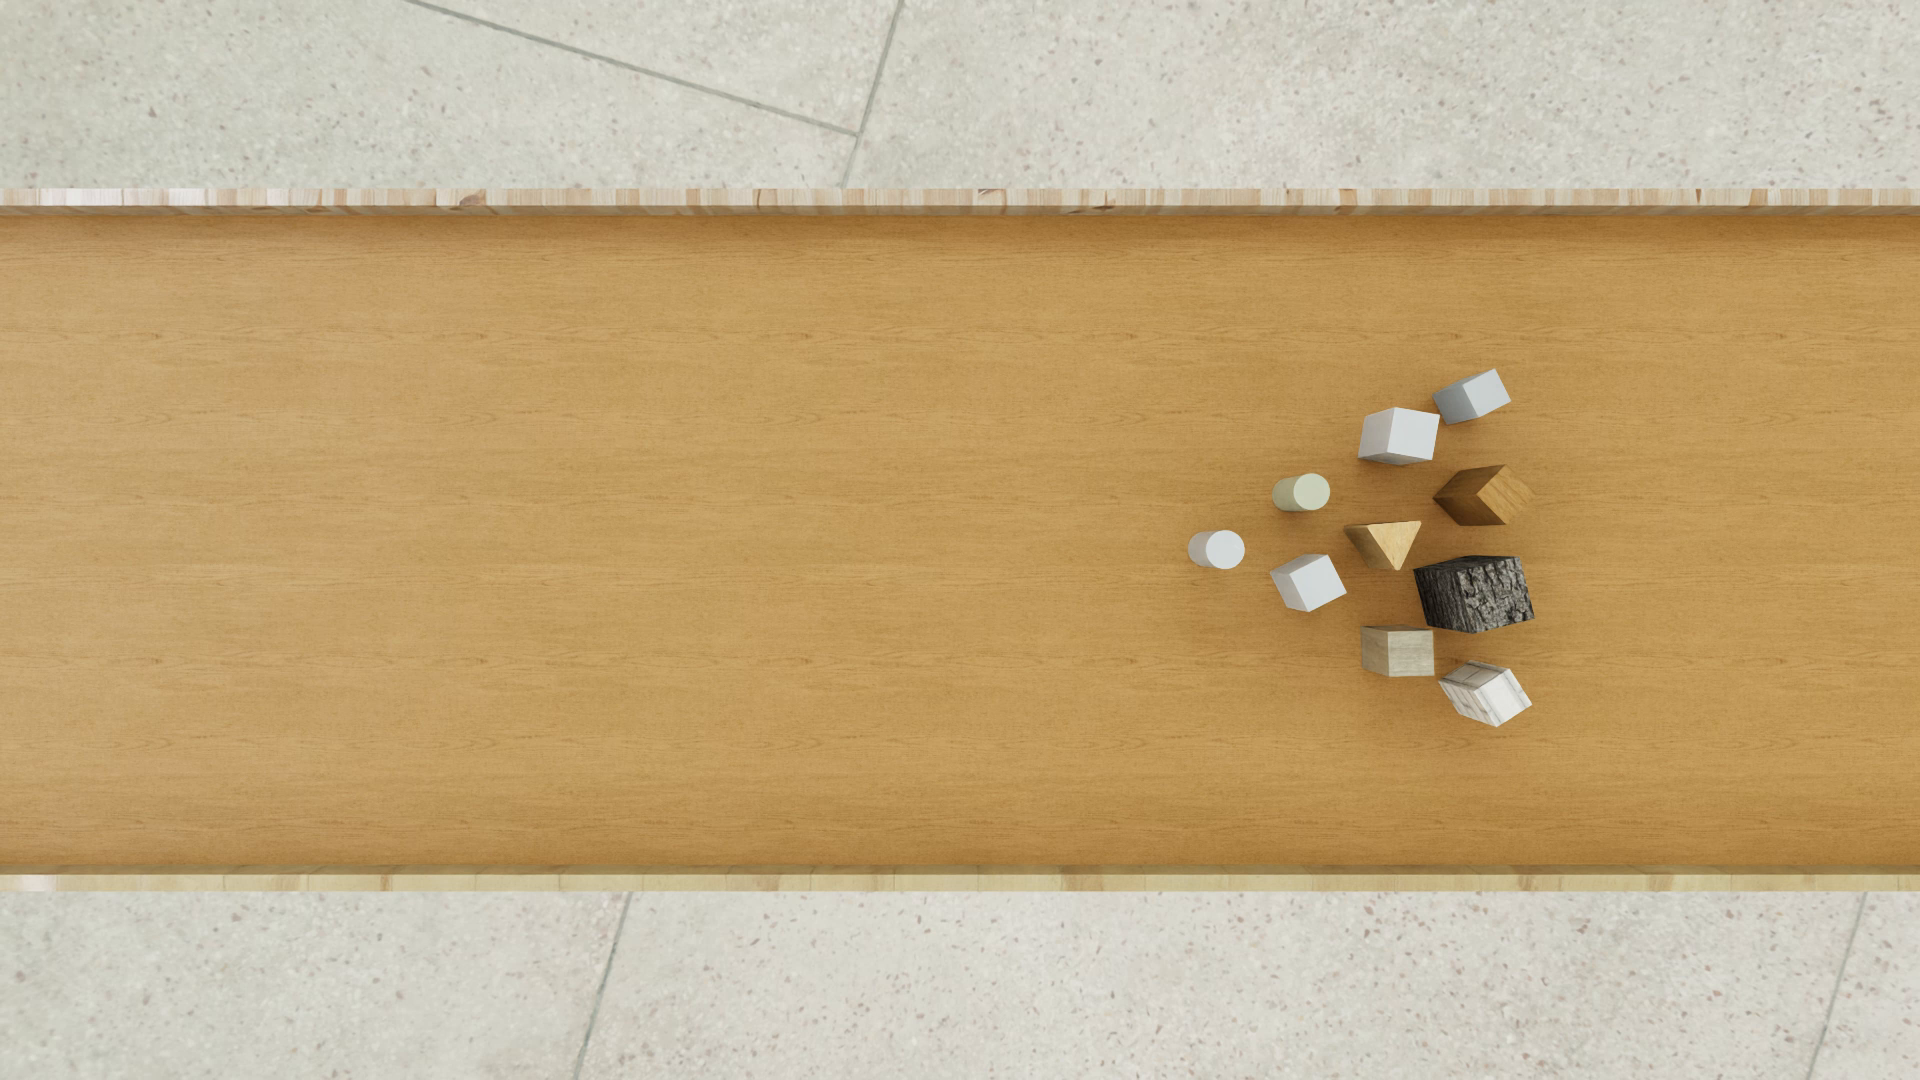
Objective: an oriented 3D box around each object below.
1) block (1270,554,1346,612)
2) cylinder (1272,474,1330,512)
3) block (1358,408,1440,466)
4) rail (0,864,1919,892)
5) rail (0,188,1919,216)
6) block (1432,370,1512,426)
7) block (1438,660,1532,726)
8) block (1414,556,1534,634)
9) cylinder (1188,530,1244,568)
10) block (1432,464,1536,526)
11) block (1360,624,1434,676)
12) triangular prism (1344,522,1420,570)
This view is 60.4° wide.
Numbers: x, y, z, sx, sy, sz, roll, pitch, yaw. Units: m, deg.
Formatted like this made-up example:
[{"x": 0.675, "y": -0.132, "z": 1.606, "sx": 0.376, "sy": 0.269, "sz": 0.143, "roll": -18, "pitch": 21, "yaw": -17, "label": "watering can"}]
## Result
[{"x": 1.034, "y": 0.125, "z": 4.920, "sx": 0.124, "sy": 0.314, "sz": 0.124, "roll": -27, "pitch": 90, "yaw": 0, "label": "block"}, {"x": 1.012, "y": -0.139, "z": 4.912, "sx": 0.105, "sy": 0.329, "sz": 0.105, "roll": 0, "pitch": 90, "yaw": 0, "label": "cylinder"}, {"x": 1.299, "y": -0.305, "z": 4.901, "sx": 0.131, "sy": 0.352, "sz": 0.131, "roll": 10, "pitch": 90, "yaw": 0, "label": "block"}, {"x": -2.247, "y": 1.025, "z": 5.001, "sx": 12.000, "sy": 0.150, "sz": 0.050, "roll": 0, "pitch": 90, "yaw": 0, "label": "rail"}, {"x": -2.247, "y": -1.025, "z": 5.002, "sx": 12.000, "sy": 0.150, "sz": 0.050, "roll": 0, "pitch": 90, "yaw": 0, "label": "rail"}, {"x": 1.522, "y": -0.425, "z": 4.920, "sx": 0.105, "sy": 0.312, "sz": 0.105, "roll": -27, "pitch": 90, "yaw": 0, "label": "block"}, {"x": 1.554, "y": 0.452, "z": 4.898, "sx": 0.121, "sy": 0.357, "sz": 0.121, "roll": -33, "pitch": 90, "yaw": 0, "label": "block"}, {"x": 1.502, "y": 0.155, "z": 4.848, "sx": 0.179, "sy": 0.458, "sz": 0.179, "roll": -14, "pitch": 90, "yaw": 0, "label": "block"}, {"x": 0.756, "y": 0.028, "z": 4.888, "sx": 0.110, "sy": 0.377, "sz": 0.110, "roll": 0, "pitch": 90, "yaw": 0, "label": "cylinder"}, {"x": 1.538, "y": -0.128, "z": 4.859, "sx": 0.121, "sy": 0.435, "sz": 0.121, "roll": 45, "pitch": 90, "yaw": 0, "label": "block"}, {"x": 1.300, "y": 0.327, "z": 4.915, "sx": 0.130, "sy": 0.324, "sz": 0.130, "roll": -2, "pitch": 90, "yaw": 0, "label": "block"}, {"x": 1.279, "y": -0.014, "z": 4.924, "sx": 0.134, "sy": 0.305, "sz": 0.155, "roll": -35, "pitch": 90, "yaw": 0, "label": "triangular prism"}]
